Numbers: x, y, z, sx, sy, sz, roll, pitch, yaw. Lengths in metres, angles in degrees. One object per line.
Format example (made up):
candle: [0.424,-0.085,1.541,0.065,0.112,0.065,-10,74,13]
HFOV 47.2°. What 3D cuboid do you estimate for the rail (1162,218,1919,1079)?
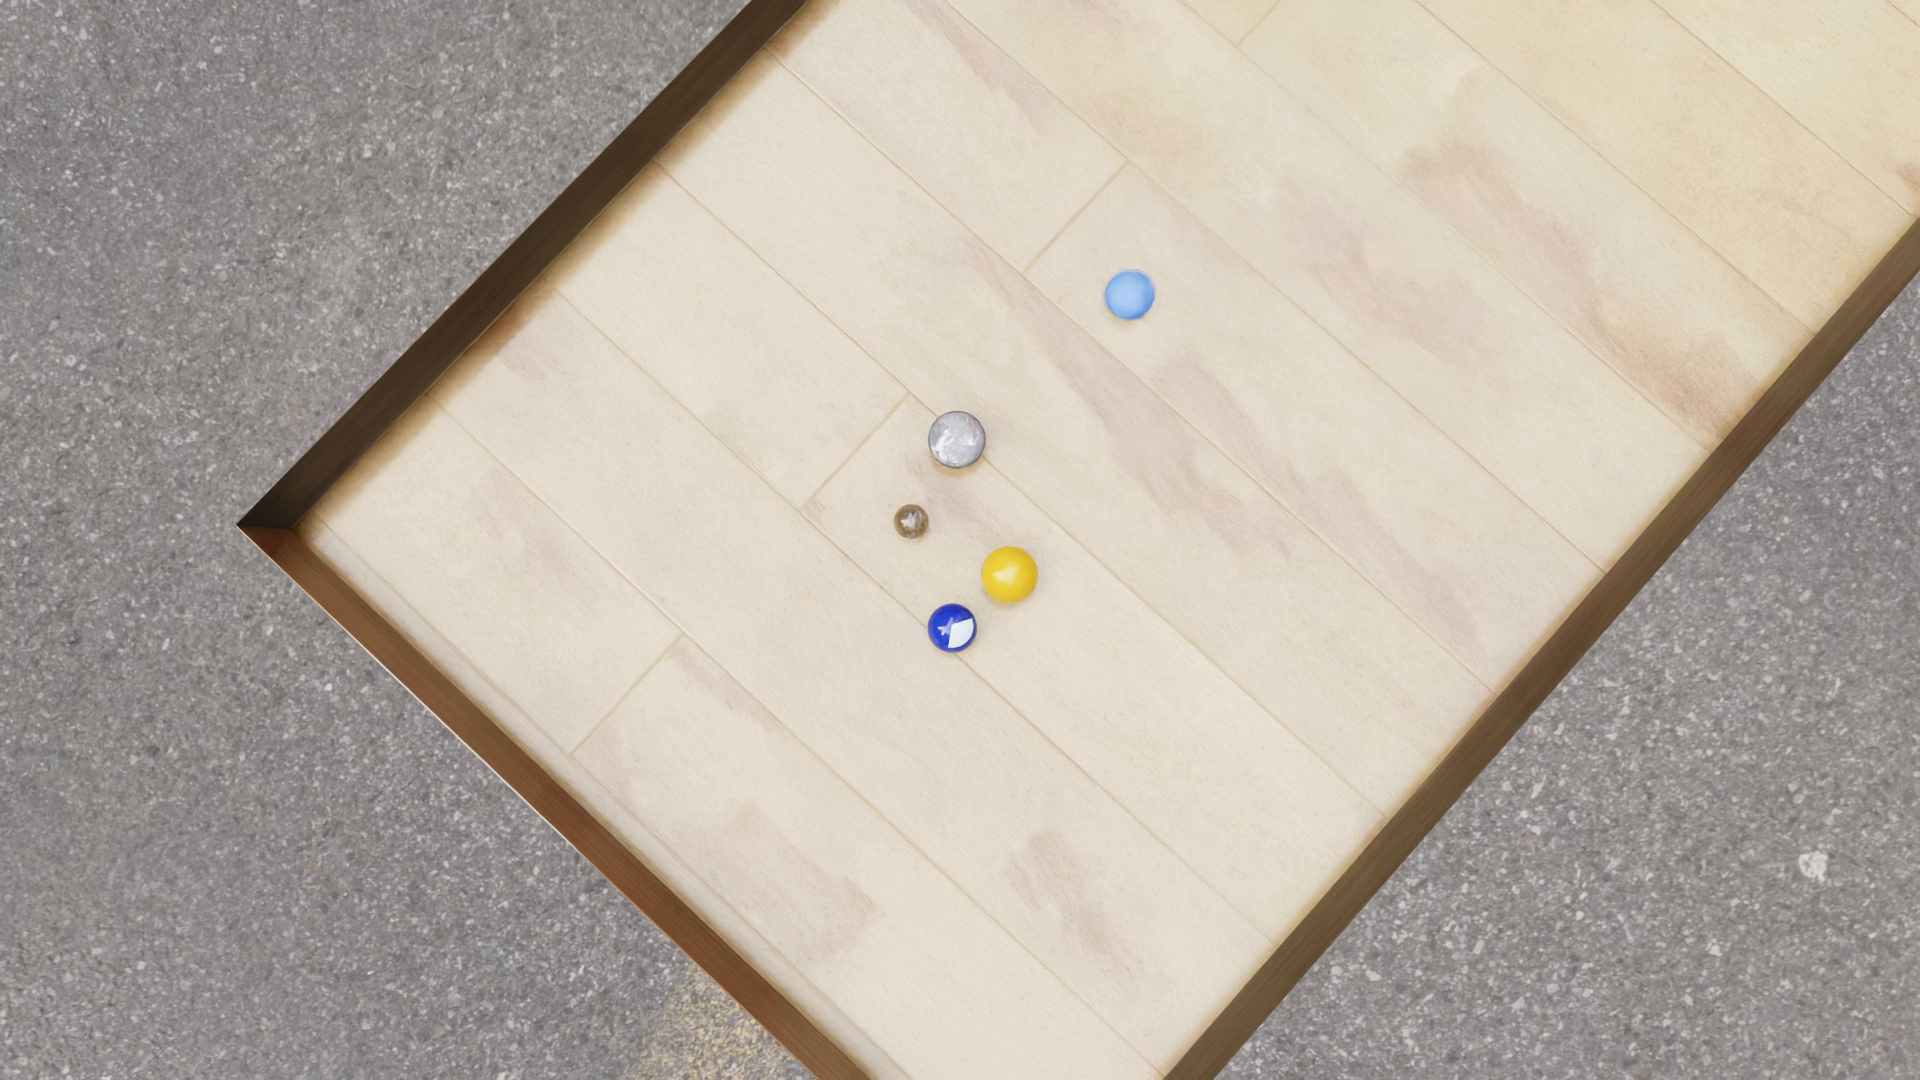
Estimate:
rail: [1.040,-0.010,3.257,0.045,0.113,2.831,42,83,6]

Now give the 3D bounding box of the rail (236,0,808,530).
rail: [-0.084,-1.026,3.426,0.045,0.113,2.831,42,83,6]

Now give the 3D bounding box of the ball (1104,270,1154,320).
ball: [0.257,-0.371,3.337,0.075,0.075,0.075,0,81,0]

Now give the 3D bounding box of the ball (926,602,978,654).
ball: [-0.012,0.130,3.254,0.075,0.075,0.075,0,81,0]

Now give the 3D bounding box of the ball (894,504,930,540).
ball: [-0.073,-0.027,3.291,0.054,0.054,0.054,0,81,0]

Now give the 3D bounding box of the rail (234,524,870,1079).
rail: [-0.462,0.495,3.173,1.572,0.113,0.045,42,83,6]

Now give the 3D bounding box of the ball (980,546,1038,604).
ball: [0.073,0.051,3.262,0.086,0.086,0.086,0,81,0]

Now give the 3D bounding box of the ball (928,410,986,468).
ball: [-0.005,-0.150,3.294,0.087,0.087,0.087,0,81,0]
